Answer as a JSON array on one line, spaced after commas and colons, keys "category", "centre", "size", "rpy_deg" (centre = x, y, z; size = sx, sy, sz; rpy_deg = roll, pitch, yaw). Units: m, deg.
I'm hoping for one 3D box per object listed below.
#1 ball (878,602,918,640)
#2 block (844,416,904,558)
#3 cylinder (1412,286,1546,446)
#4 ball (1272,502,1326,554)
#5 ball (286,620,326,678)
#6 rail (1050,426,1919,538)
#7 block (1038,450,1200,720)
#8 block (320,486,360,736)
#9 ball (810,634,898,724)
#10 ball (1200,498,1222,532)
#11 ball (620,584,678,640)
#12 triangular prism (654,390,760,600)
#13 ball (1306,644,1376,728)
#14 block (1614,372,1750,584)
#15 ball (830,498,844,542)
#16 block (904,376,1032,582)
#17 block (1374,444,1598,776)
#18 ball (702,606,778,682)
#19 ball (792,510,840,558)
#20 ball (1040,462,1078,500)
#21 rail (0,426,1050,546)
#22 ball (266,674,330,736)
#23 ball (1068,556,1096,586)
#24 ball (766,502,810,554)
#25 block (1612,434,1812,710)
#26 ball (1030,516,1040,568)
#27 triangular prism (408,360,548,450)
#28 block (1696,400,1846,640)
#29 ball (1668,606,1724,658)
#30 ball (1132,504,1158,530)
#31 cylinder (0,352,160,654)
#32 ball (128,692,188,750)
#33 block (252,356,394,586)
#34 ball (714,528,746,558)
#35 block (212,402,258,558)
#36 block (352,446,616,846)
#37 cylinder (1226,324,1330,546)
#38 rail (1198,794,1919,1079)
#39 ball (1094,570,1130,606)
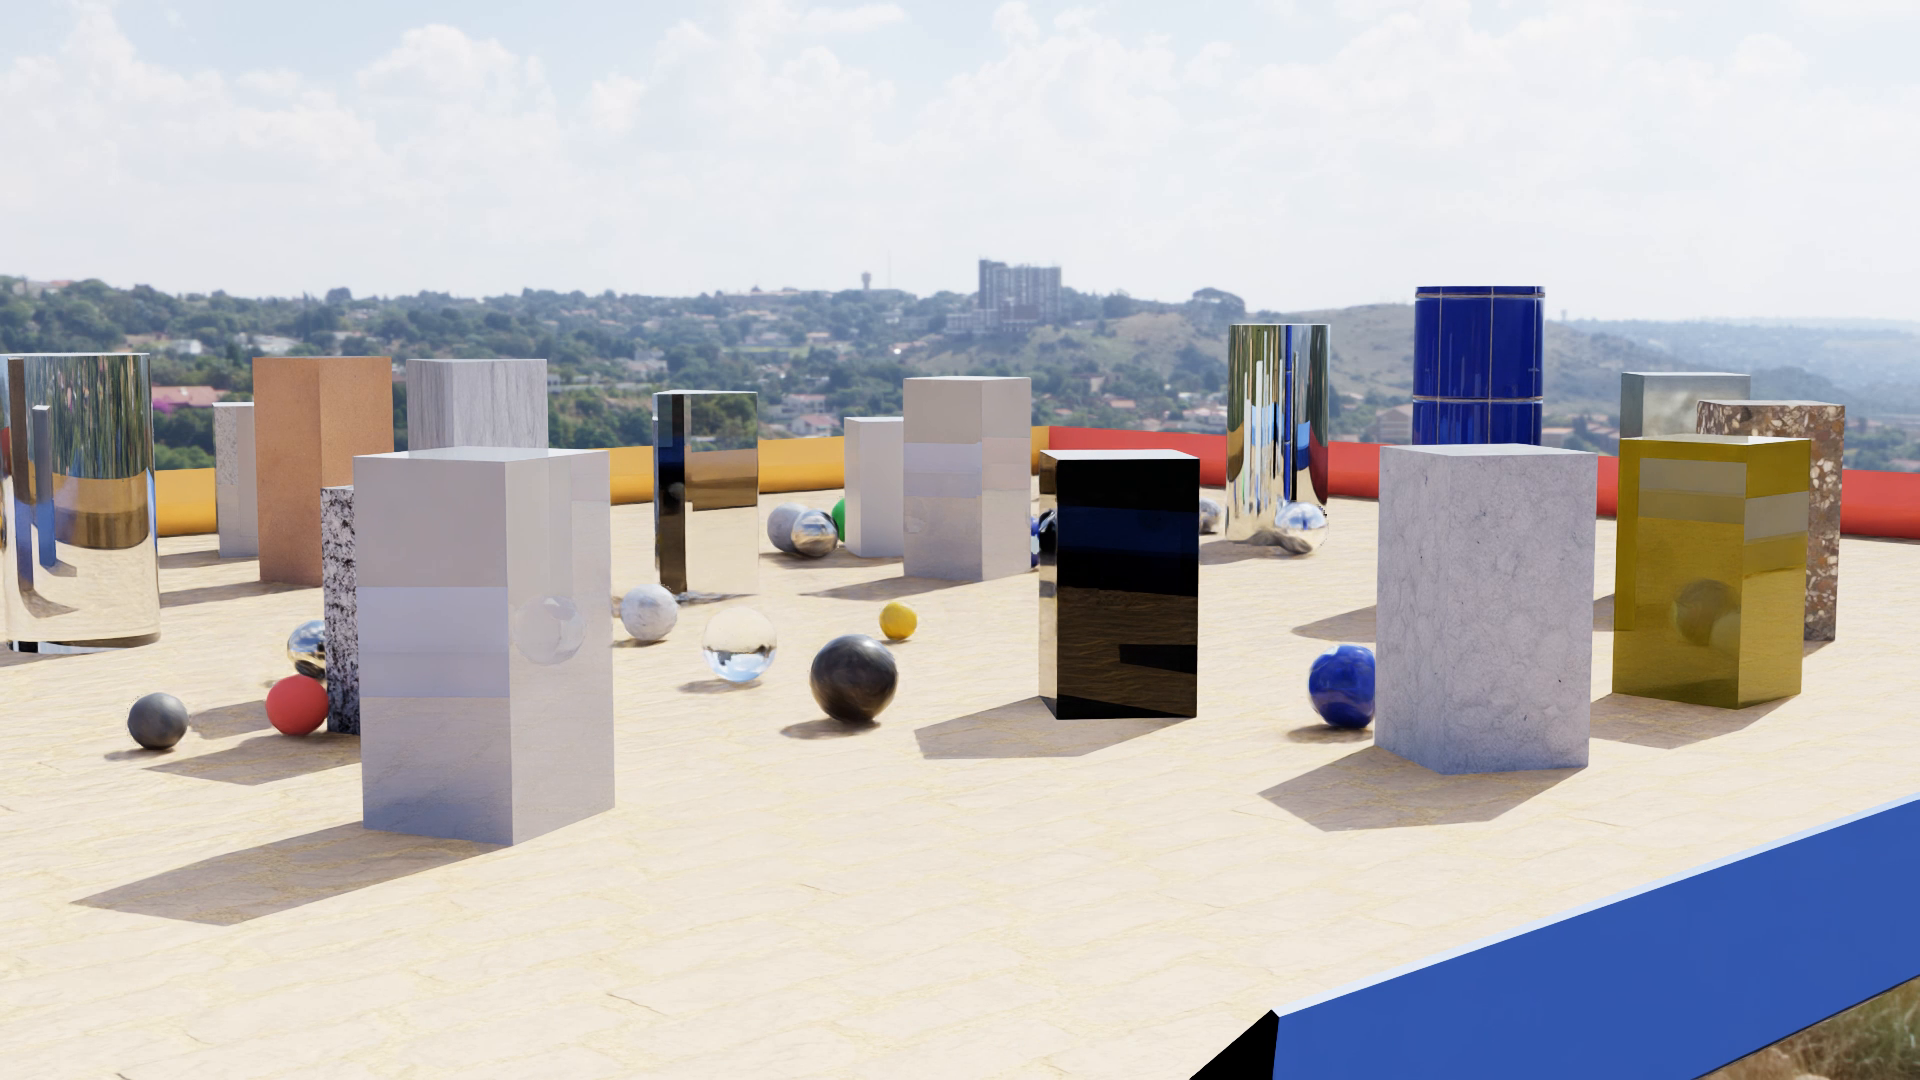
[{"category": "ball", "centre": [-0.083, 0.109, 2.962], "size": [0.053, 0.053, 0.053], "rpy_deg": [0, 6, 0]}, {"category": "block", "centre": [-0.122, -0.100, 4.034], "size": [0.155, 0.245, 0.155], "rpy_deg": [-1, 6, -14]}, {"category": "cylinder", "centre": [0.792, -0.148, 3.374], "size": [0.194, 0.479, 0.194], "rpy_deg": [0, 6, 0]}, {"category": "ball", "centre": [0.619, -0.023, 4.008], "size": [0.097, 0.097, 0.097], "rpy_deg": [0, 6, 0]}, {"category": "ball", "centre": [-0.778, 0.132, 2.661], "size": [0.071, 0.071, 0.071], "rpy_deg": [0, 6, 0]}, {"category": "rail", "centre": [1.458, -0.108, 4.670], "size": [0.045, 0.126, 3.634], "rpy_deg": [-6, 8, -42]}, {"category": "block", "centre": [0.175, 0.046, 2.461], "size": [0.155, 0.284, 0.155], "rpy_deg": [-1, 6, -5]}, {"category": "block", "centre": [-0.564, 0.071, 2.343], "size": [0.155, 0.258, 0.155], "rpy_deg": [3, 7, 30]}, {"category": "ball", "centre": [-0.114, 0.149, 2.373], "size": [0.096, 0.096, 0.096], "rpy_deg": [0, 6, 0]}, {"category": "ball", "centre": [0.491, -0.050, 4.404], "size": [0.069, 0.069, 0.069], "rpy_deg": [0, 6, 0]}, {"category": "ball", "centre": [-0.419, 0.097, 2.962], "size": [0.077, 0.077, 0.077], "rpy_deg": [0, 6, 0]}, {"category": "triangular prism", "centre": [-0.420, -0.075, 3.453], "size": [0.168, 0.316, 0.145], "rpy_deg": [-3, 7, -26]}, {"category": "ball", "centre": [0.413, 0.156, 2.341], "size": [0.090, 0.090, 0.090], "rpy_deg": [0, 6, 0]}, {"category": "block", "centre": [1.101, -0.080, 3.360], "size": [0.155, 0.347, 0.155], "rpy_deg": [0, 6, 5]}, {"category": "ball", "centre": [-0.196, -0.038, 4.153], "size": [0.097, 0.097, 0.097], "rpy_deg": [0, 6, 0]}, {"category": "block", "centre": [0.013, -0.106, 3.689], "size": [0.155, 0.330, 0.155], "rpy_deg": [4, 7, 33]}, {"category": "block", "centre": [0.519, 0.063, 2.185], "size": [0.155, 0.307, 0.155], "rpy_deg": [-2, 6, -14]}, {"category": "ball", "centre": [-0.264, 0.125, 2.636], "size": [0.091, 0.091, 0.091], "rpy_deg": [0, 6, 0]}, {"category": "ball", "centre": [-0.260, -0.011, 3.948], "size": [0.086, 0.086, 0.086], "rpy_deg": [0, 6, 0]}, {"category": "ball", "centre": [0.232, -0.140, 5.172], "size": [0.087, 0.087, 0.087], "rpy_deg": [0, 6, 0]}, {"category": "rail", "centre": [-1.216, -0.105, 4.643], "size": [4.016, 0.126, 0.045], "rpy_deg": [-6, 8, -42]}, {"category": "ball", "centre": [-0.693, 0.173, 2.301], "size": [0.064, 0.064, 0.064], "rpy_deg": [0, 6, 0]}, {"category": "ball", "centre": [0.199, 0.050, 3.560], "size": [0.046, 0.046, 0.046], "rpy_deg": [0, 6, 0]}, {"category": "ball", "centre": [-0.307, -0.023, 4.024], "size": [0.093, 0.093, 0.093], "rpy_deg": [0, 6, 0]}, {"category": "block", "centre": [0.869, 0.031, 2.544], "size": [0.155, 0.296, 0.155], "rpy_deg": [-6, 8, -44]}, {"category": "ball", "centre": [0.113, 0.004, 3.783], "size": [0.092, 0.092, 0.092], "rpy_deg": [0, 6, 0]}, {"category": "triangular prism", "centre": [-0.608, -0.025, 2.655], "size": [0.145, 0.384, 0.168], "rpy_deg": [4, 7, 31]}, {"category": "block", "centre": [1.109, -0.031, 3.031], "size": [0.155, 0.317, 0.155], "rpy_deg": [1, 6, 5]}, {"category": "ball", "centre": [0.941, 0.118, 2.810], "size": [0.067, 0.067, 0.067], "rpy_deg": [0, 6, 0]}, {"category": "ball", "centre": [0.373, -0.047, 4.446], "size": [0.053, 0.053, 0.053], "rpy_deg": [0, 6, 0]}, {"category": "cylinder", "centre": [-1.174, -0.054, 2.929], "size": [0.194, 0.385, 0.194], "rpy_deg": [0, 6, 0]}, {"category": "ball", "centre": [-0.812, 0.184, 2.227], "size": [0.058, 0.058, 0.058], "rpy_deg": [0, 6, 0]}, {"category": "block", "centre": [-1.045, -0.118, 3.623], "size": [0.155, 0.366, 0.155], "rpy_deg": [4, 7, 32]}, {"category": "ball", "centre": [-0.413, 0.005, 3.937], "size": [0.057, 0.057, 0.057], "rpy_deg": [0, 6, 0]}, {"category": "block", "centre": [-1.284, -0.113, 4.034], "size": [0.155, 0.272, 0.155], "rpy_deg": [-2, 6, -20]}, {"category": "block", "centre": [-0.411, 0.085, 1.915], "size": [0.155, 0.321, 0.155], "rpy_deg": [3, 7, 24]}, {"category": "cylinder", "centre": [0.609, -0.205, 4.219], "size": [0.194, 0.416, 0.194], "rpy_deg": [0, 6, 0]}, {"category": "rail", "centre": [1.216, 0.170, 2.021], "size": [4.016, 0.126, 0.045], "rpy_deg": [-6, 8, -42]}, {"category": "ball", "centre": [0.229, 0.073, 3.308], "size": [0.053, 0.053, 0.053], "rpy_deg": [0, 6, 0]}]
